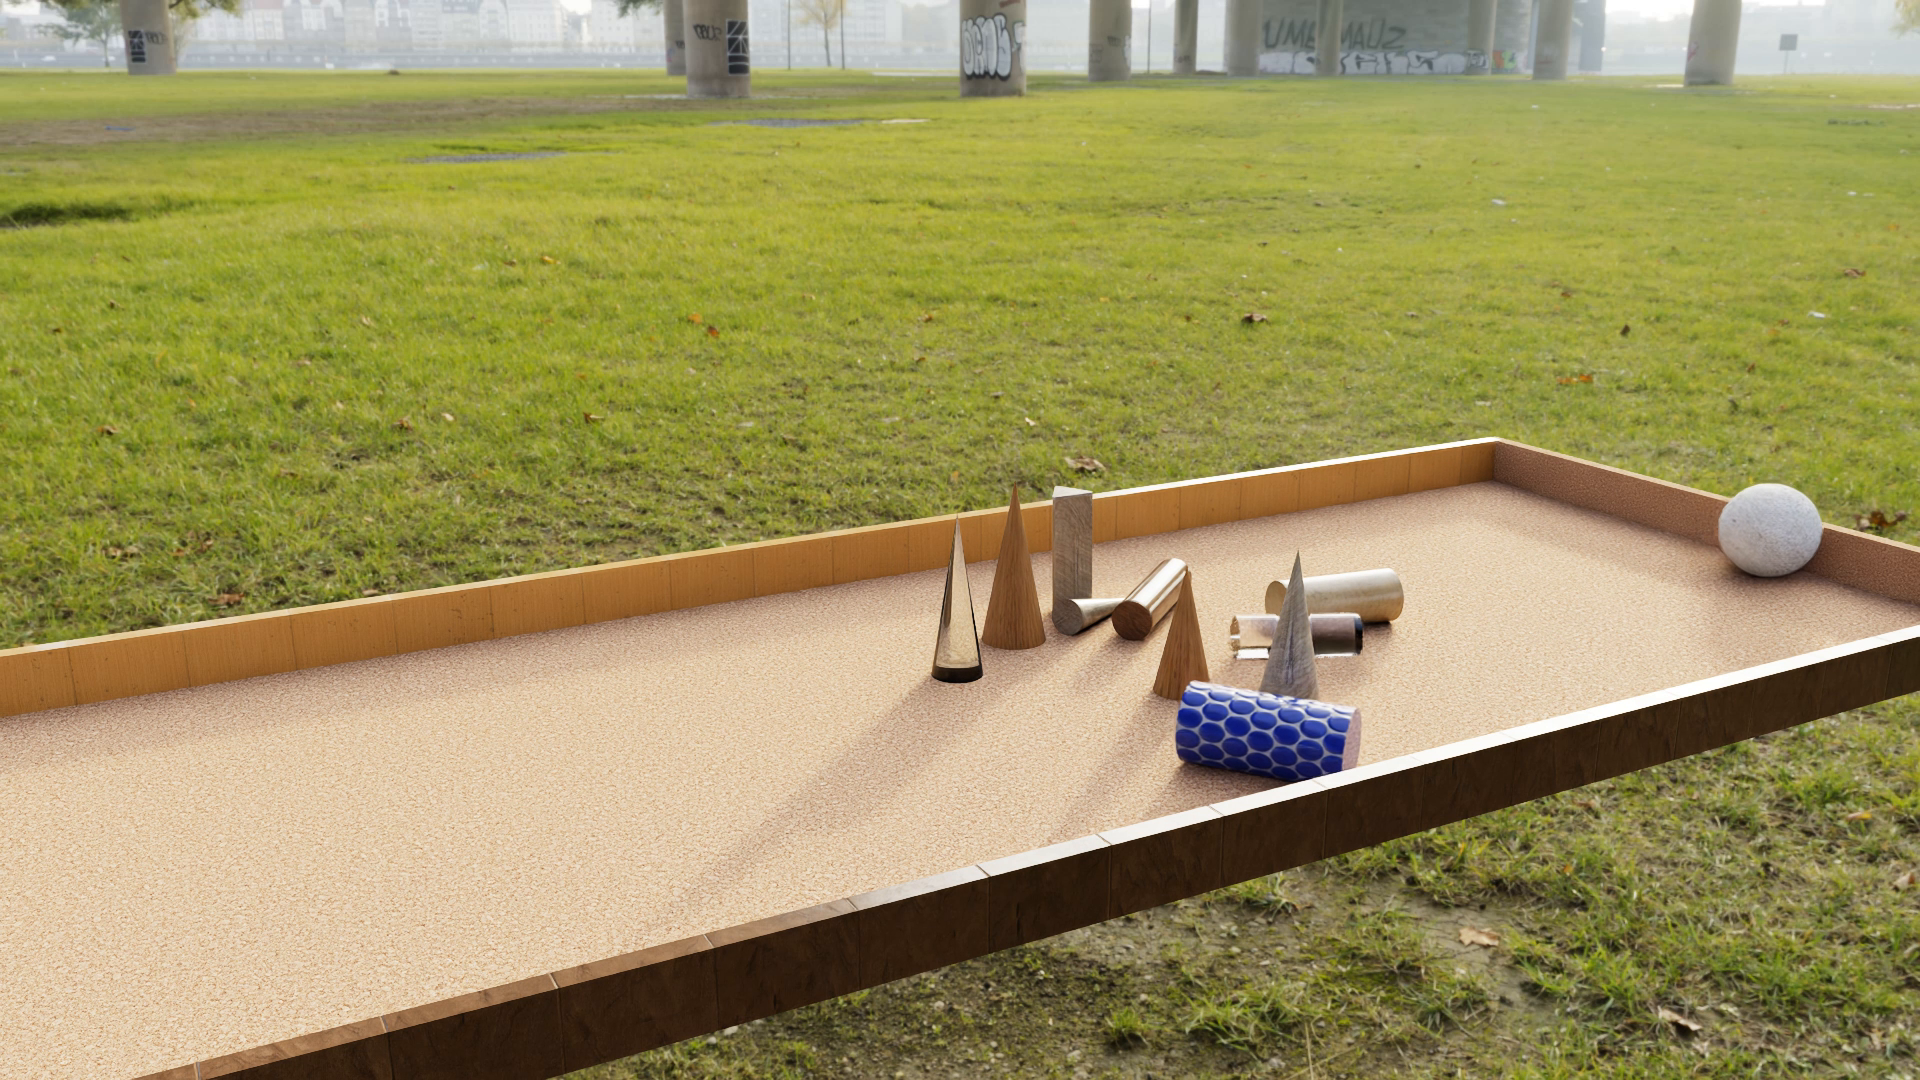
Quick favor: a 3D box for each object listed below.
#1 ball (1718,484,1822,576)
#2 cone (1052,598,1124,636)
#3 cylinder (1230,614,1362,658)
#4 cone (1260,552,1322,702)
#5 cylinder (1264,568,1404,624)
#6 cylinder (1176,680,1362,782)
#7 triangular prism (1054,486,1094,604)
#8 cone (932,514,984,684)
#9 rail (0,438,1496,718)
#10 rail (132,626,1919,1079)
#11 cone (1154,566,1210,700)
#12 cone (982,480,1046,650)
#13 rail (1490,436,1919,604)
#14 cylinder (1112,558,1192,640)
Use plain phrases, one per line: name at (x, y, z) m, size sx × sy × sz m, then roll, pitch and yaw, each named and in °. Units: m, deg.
ball at (2.433, -0.030, 4.959) m, size 0.281 × 0.281 × 0.281 m, roll 0°, pitch 16°, yaw 0°
cone at (0.410, 0.188, 4.626) m, size 0.100 × 0.100 × 0.399 m, roll 12°, pitch 13°, yaw 36°
cylinder at (0.878, 0.251, 4.307) m, size 0.321 × 0.110 × 0.110 m, roll -1°, pitch 16°, yaw -3°
cone at (0.776, 0.222, 3.843) m, size 0.169 × 0.426 × 0.169 m, roll 0°, pitch 16°, yaw 0°
cylinder at (1.026, 0.167, 4.524) m, size 0.346 × 0.147 × 0.147 m, roll -6°, pitch 17°, yaw -18°
cylinder at (0.672, 0.424, 3.596) m, size 0.365 × 0.179 × 0.179 m, roll 8°, pitch 18°, yaw 25°
triangular prism at (0.292, 0.034, 4.604) m, size 0.121 × 0.357 × 0.105 m, roll -8°, pitch 18°, yaw -22°
cone at (-0.007, 0.136, 4.136) m, size 0.134 × 0.426 × 0.134 m, roll 0°, pitch 16°, yaw 0°
rail at (-3.305, 0.497, 3.399) m, size 12.000 × 0.150 × 0.050 m, roll -9°, pitch 18°, yaw -27°
rail at (-2.336, 1.006, 1.665) m, size 12.000 × 0.150 × 0.050 m, roll -9°, pitch 18°, yaw -27°
cone at (0.551, 0.216, 4.043) m, size 0.145 × 0.325 × 0.145 m, roll 0°, pitch 16°, yaw 0°
cone at (0.145, 0.054, 4.386) m, size 0.173 × 0.442 × 0.173 m, roll 0°, pitch 16°, yaw 0°
rail at (2.466, -0.048, 5.253) m, size 0.050 × 0.150 × 2.100 m, roll -9°, pitch 18°, yaw -27°
cylinder at (0.540, 0.162, 4.607) m, size 0.111 × 0.111 × 0.422 m, roll 7°, pitch 18°, yaw 21°
